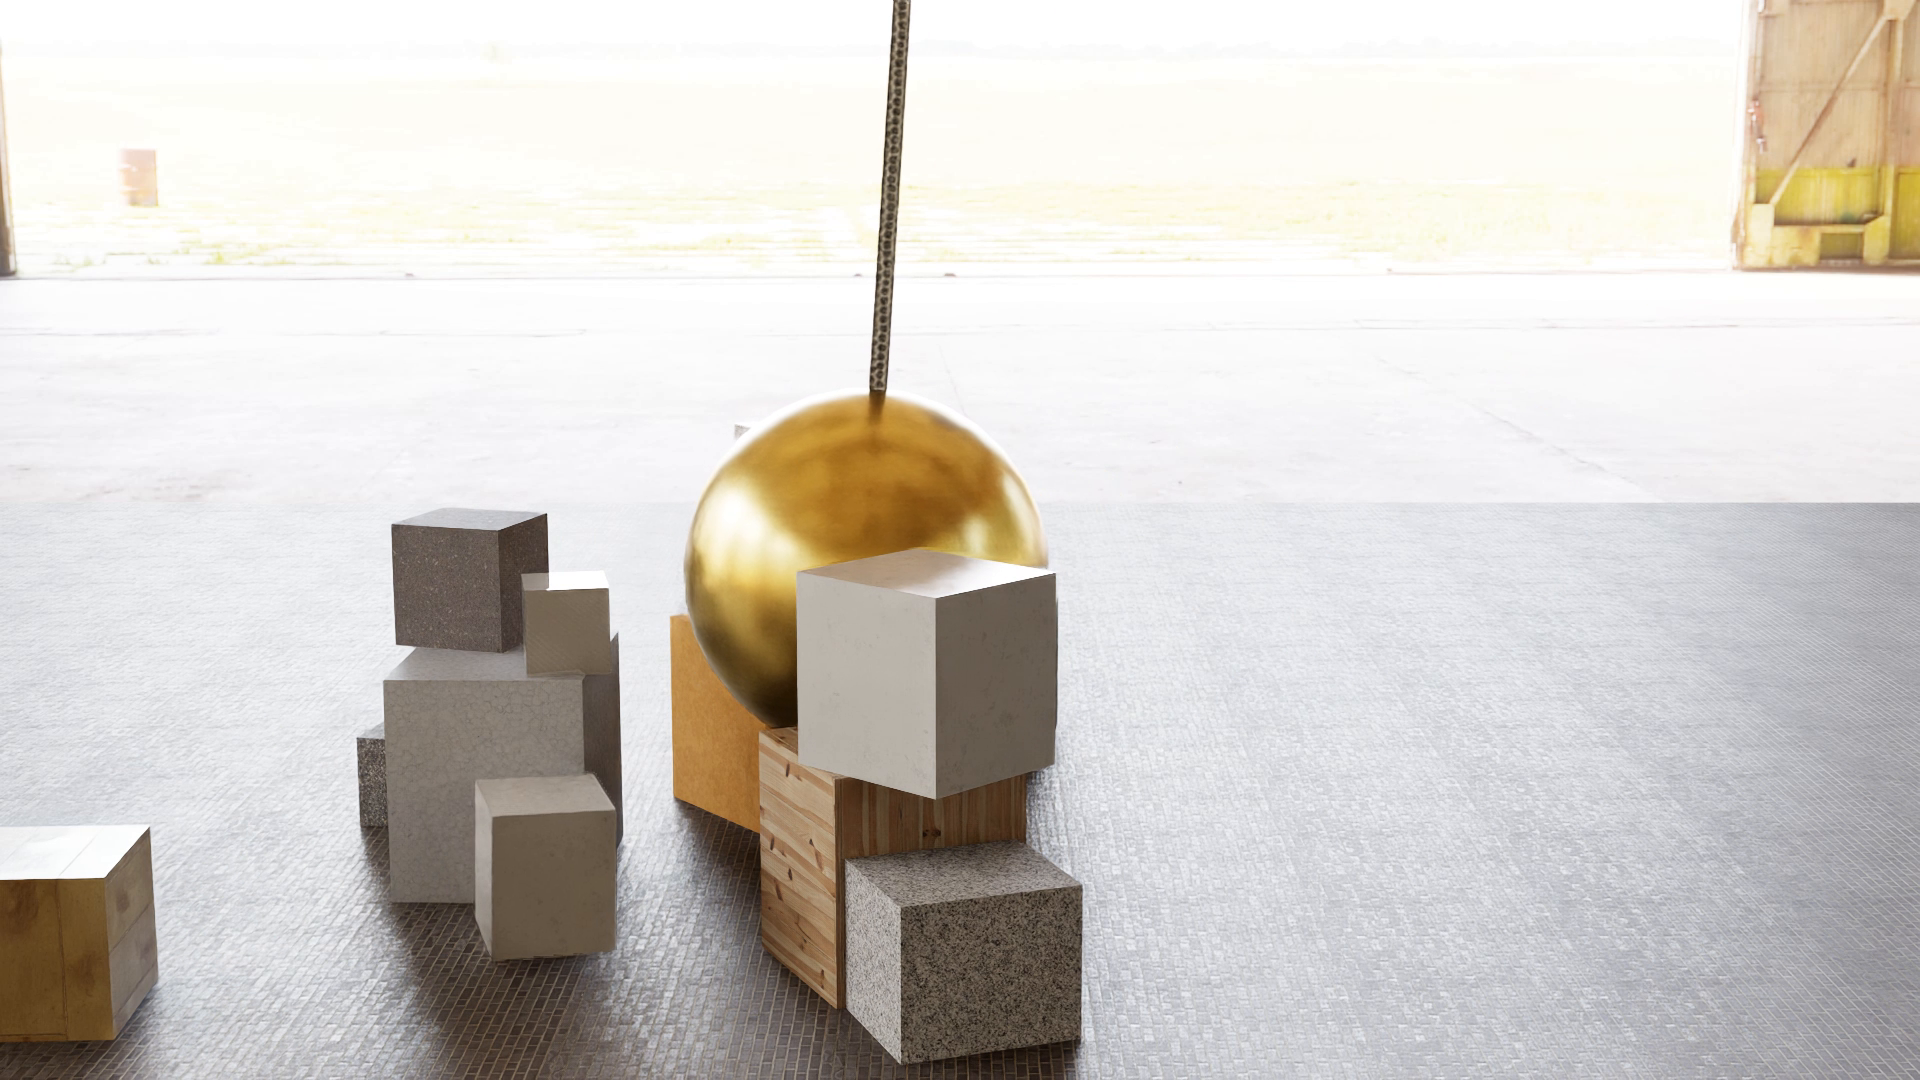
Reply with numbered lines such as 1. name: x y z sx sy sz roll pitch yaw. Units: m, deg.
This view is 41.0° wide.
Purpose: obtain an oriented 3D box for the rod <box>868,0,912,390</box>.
1. rod: -0.177 -3.203 10.598 0.080 5.200 0.080 4 10 -1

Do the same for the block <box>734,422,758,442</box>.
1. block: -0.760 -0.316 12.164 0.469 0.459 0.451 -6 12 -29

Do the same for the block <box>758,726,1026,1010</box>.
1. block: -0.274 1.244 10.192 0.805 0.905 0.792 -5 11 -25

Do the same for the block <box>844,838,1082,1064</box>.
1. block: 0.006 1.519 9.560 0.707 0.591 0.615 -4 11 -21

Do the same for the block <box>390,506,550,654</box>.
1. block: -2.204 0.174 11.593 0.530 0.551 0.481 3 11 17

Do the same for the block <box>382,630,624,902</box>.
1. block: -2.005 0.985 11.409 0.847 0.980 1.004 0 10 1

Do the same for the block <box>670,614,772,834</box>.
1. block: -0.867 0.838 12.423 0.716 0.906 0.865 -8 13 -36

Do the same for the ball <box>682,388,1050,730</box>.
1. ball: -0.407 0.134 11.205 1.600 1.600 1.600 0 10 0

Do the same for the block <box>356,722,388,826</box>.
1. block: -2.603 1.108 12.277 0.397 0.428 0.435 2 11 11

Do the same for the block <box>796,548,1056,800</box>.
1. block: -0.128 0.488 9.736 0.726 0.748 0.657 10 14 42

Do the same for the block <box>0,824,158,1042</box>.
1. block: -3.467 1.478 9.696 0.668 0.623 0.665 -1 10 -3

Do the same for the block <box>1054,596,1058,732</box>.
1. block: 0.171 0.698 13.741 0.669 0.710 0.592 1 10 6

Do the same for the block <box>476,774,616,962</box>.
1. block: -1.706 1.333 10.522 0.492 0.597 0.562 -1 10 -17

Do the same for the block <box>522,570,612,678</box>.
1. block: -1.700 0.359 11.064 0.356 0.376 0.379 -2 11 -11
